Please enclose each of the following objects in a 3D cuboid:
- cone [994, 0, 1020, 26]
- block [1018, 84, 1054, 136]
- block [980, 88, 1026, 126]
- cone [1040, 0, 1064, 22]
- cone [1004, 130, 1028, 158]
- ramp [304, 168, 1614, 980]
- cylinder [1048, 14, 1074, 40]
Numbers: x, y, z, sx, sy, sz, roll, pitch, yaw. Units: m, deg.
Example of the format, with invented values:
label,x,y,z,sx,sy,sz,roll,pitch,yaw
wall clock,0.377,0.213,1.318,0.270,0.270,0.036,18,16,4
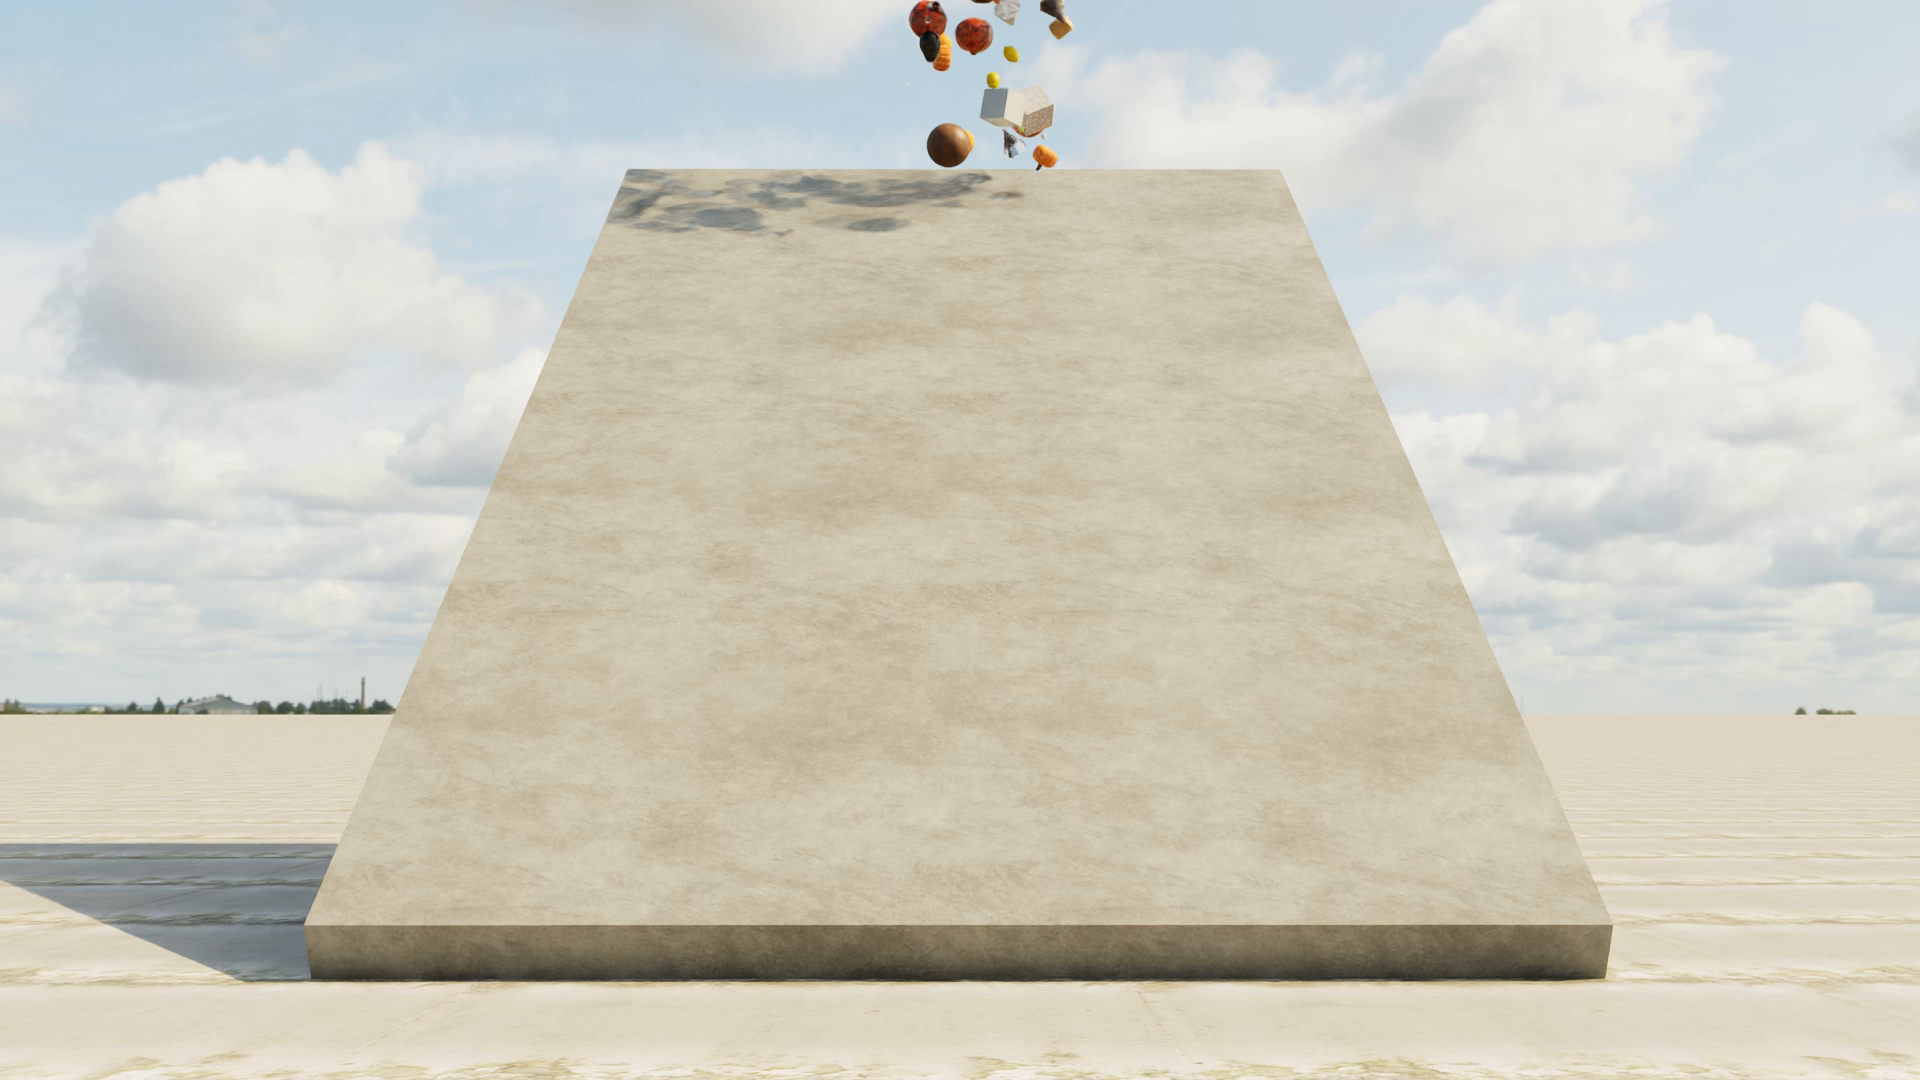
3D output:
label,x,y,z,sx,sy,sz,roll,pitch,yaw
cone,0.141,-1.471,6.619,0.078,0.078,0.078,-1,-31,14
block,0.213,-1.276,6.978,0.093,0.093,0.093,-26,-29,-17
block,0.122,-1.230,6.686,0.086,0.086,0.086,7,-4,38
cone,0.288,-1.545,6.884,0.083,0.083,0.083,-24,-19,-9
cone,0.144,-1.169,6.862,0.076,0.076,0.076,-25,28,14
ramp,-0.009,-0.229,5.414,2.000,0.100,4.000,0,26,0
cylinder,0.302,-1.531,7.005,0.055,0.055,0.055,-36,-20,23
